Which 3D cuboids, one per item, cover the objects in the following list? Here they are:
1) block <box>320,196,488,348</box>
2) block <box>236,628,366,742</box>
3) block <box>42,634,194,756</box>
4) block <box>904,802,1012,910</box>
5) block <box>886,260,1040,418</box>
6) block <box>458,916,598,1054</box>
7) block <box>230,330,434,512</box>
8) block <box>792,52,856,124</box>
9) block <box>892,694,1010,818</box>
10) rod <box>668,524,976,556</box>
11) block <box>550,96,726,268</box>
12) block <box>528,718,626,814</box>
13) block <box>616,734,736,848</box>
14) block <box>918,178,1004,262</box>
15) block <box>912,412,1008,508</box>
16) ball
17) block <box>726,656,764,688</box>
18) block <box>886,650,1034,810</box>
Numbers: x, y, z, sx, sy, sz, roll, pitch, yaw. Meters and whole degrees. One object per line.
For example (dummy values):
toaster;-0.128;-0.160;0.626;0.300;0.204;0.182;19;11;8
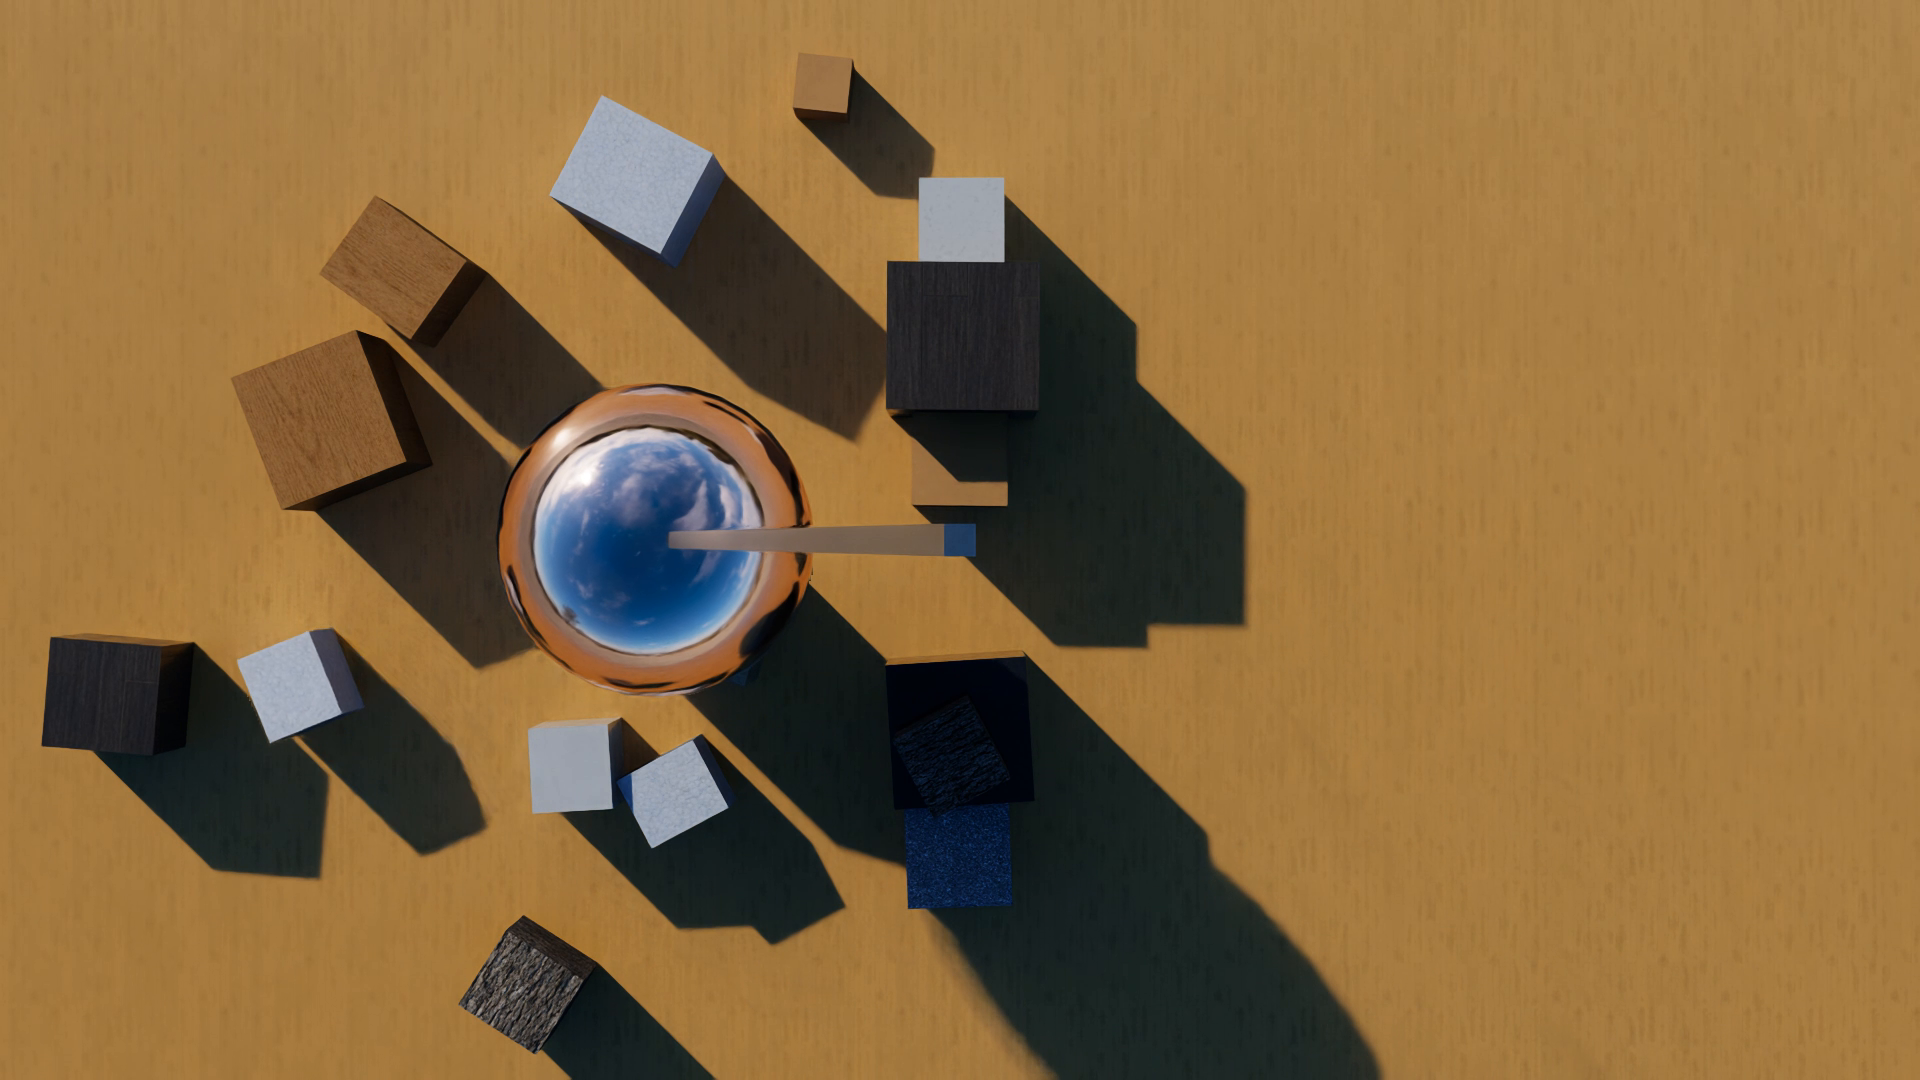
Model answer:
block;-3.206;-1.541;12.712;0.636;0.575;0.547;36;90;0
block;-3.817;0.837;12.756;0.443;0.488;0.508;-22;90;0
block;-4.869;0.886;12.736;0.634;0.529;0.621;5;90;0
block;-0.009;1.784;12.713;0.592;0.574;0.584;-2;90;0
block;0.016;-1.131;12.586;0.847;0.828;0.820;0;90;0
block;-2.494;2.571;12.745;0.527;0.509;0.504;33;90;0
block;-3.608;-0.677;12.682;0.754;0.636;0.794;-21;90;0
block;-0.793;-2.638;12.844;0.315;0.312;0.318;6;90;0
block;-0.047;1.180;12.042;0.465;0.460;0.479;-28;90;0
rod;-0.668;0.000;7.890;0.080;5.200;0.080;0;90;-15
block;-1.841;-2.046;12.652;0.703;0.696;0.634;28;90;0
block;-2.215;1.301;12.747;0.456;0.506;0.481;-3;90;0
block;-1.645;1.454;12.784;0.498;0.431;0.437;-28;90;0
block;0.009;-1.801;12.737;0.486;0.527;0.509;0;90;0
block;-0.001;-0.458;12.720;0.544;0.560;0.525;1;90;0
ball;-1.543;0.000;11.176;1.600;1.600;1.600;0;90;0
block;-1.489;0.368;12.585;0.815;0.830;0.694;16;90;0
block;0.000;1.078;12.636;0.785;0.728;0.809;-4;90;0
